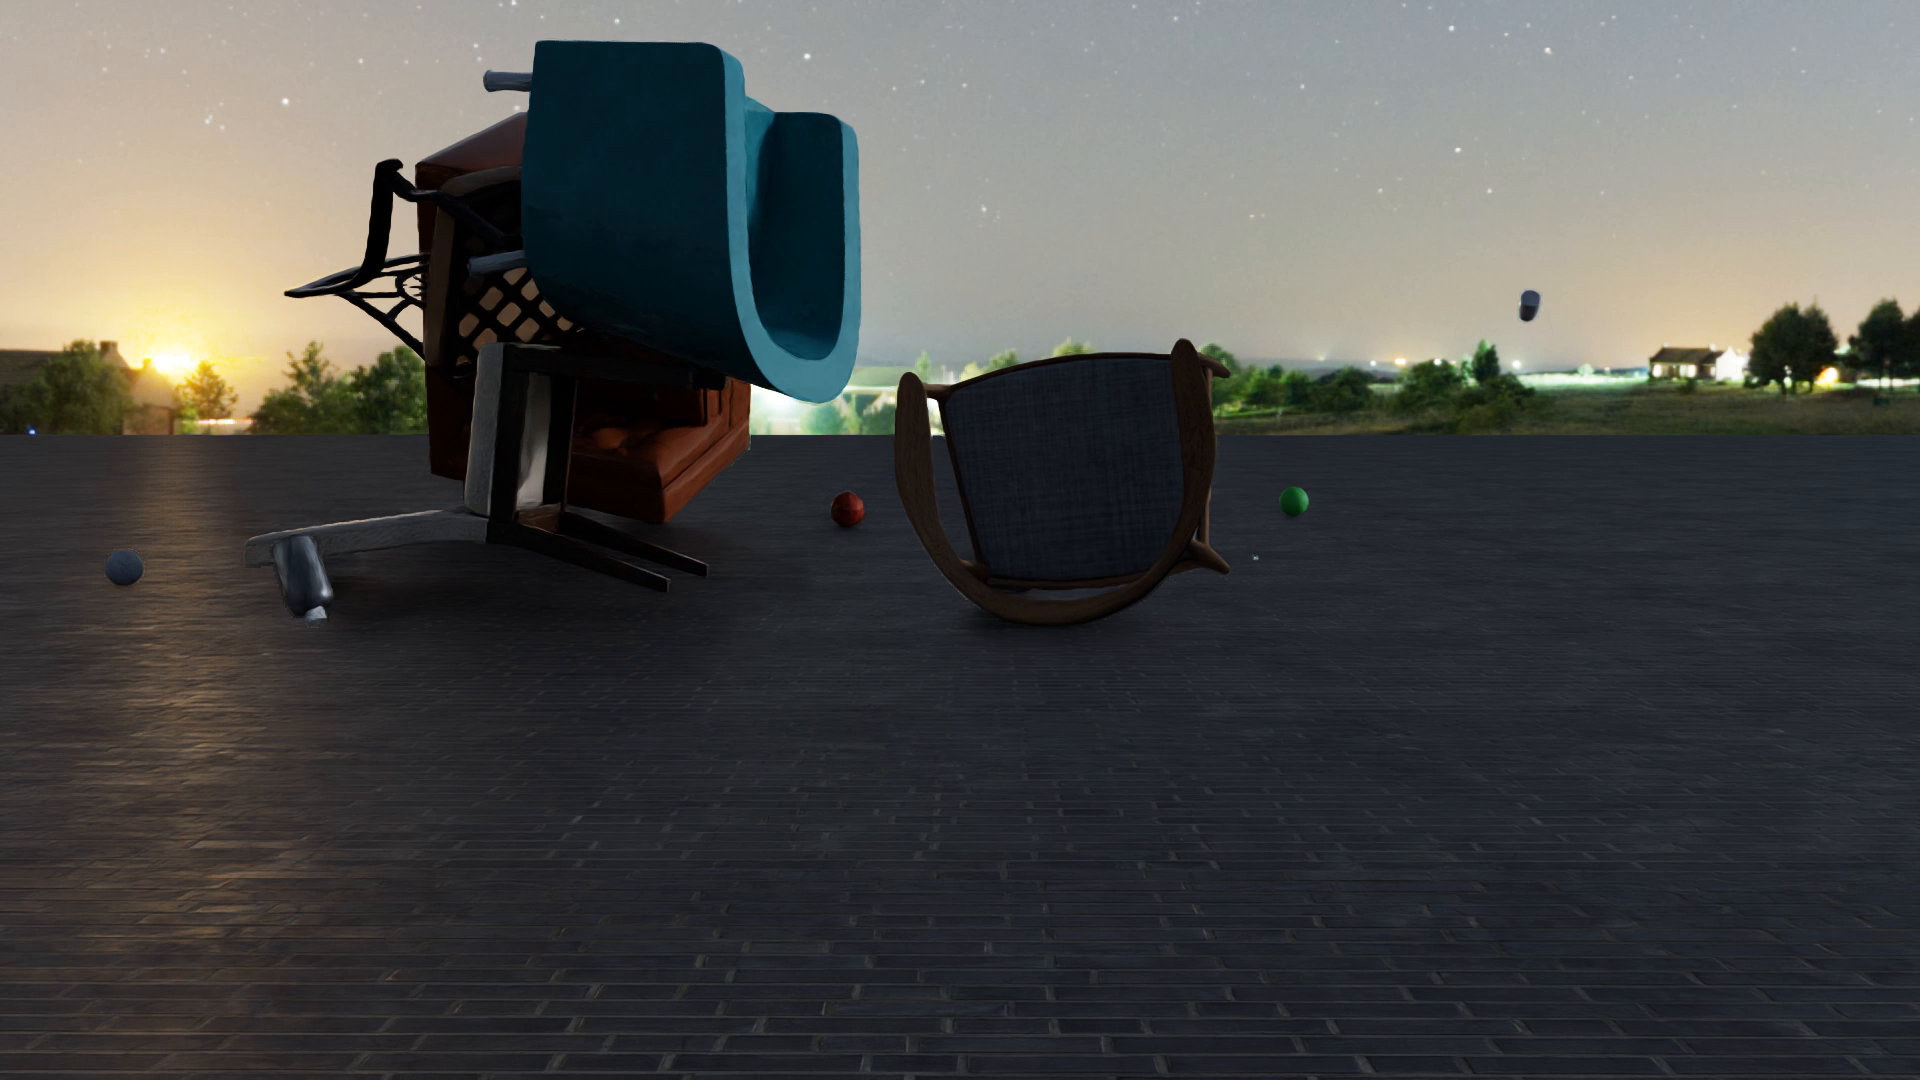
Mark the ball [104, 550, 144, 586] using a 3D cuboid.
[{"bbox_3d":[-1.910,0.063,5.027,0.082,0.082,0.082,0,4,0],"label":"ball"}]

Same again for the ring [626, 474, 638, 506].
[{"bbox_3d":[-1.252,-0.191,8.410,0.029,0.130,0.102,-11,-4,-14],"label":"ring"}]

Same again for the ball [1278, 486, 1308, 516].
[{"bbox_3d":[1.182,-0.137,7.786,0.104,0.104,0.104,0,4,0],"label":"ball"}]
